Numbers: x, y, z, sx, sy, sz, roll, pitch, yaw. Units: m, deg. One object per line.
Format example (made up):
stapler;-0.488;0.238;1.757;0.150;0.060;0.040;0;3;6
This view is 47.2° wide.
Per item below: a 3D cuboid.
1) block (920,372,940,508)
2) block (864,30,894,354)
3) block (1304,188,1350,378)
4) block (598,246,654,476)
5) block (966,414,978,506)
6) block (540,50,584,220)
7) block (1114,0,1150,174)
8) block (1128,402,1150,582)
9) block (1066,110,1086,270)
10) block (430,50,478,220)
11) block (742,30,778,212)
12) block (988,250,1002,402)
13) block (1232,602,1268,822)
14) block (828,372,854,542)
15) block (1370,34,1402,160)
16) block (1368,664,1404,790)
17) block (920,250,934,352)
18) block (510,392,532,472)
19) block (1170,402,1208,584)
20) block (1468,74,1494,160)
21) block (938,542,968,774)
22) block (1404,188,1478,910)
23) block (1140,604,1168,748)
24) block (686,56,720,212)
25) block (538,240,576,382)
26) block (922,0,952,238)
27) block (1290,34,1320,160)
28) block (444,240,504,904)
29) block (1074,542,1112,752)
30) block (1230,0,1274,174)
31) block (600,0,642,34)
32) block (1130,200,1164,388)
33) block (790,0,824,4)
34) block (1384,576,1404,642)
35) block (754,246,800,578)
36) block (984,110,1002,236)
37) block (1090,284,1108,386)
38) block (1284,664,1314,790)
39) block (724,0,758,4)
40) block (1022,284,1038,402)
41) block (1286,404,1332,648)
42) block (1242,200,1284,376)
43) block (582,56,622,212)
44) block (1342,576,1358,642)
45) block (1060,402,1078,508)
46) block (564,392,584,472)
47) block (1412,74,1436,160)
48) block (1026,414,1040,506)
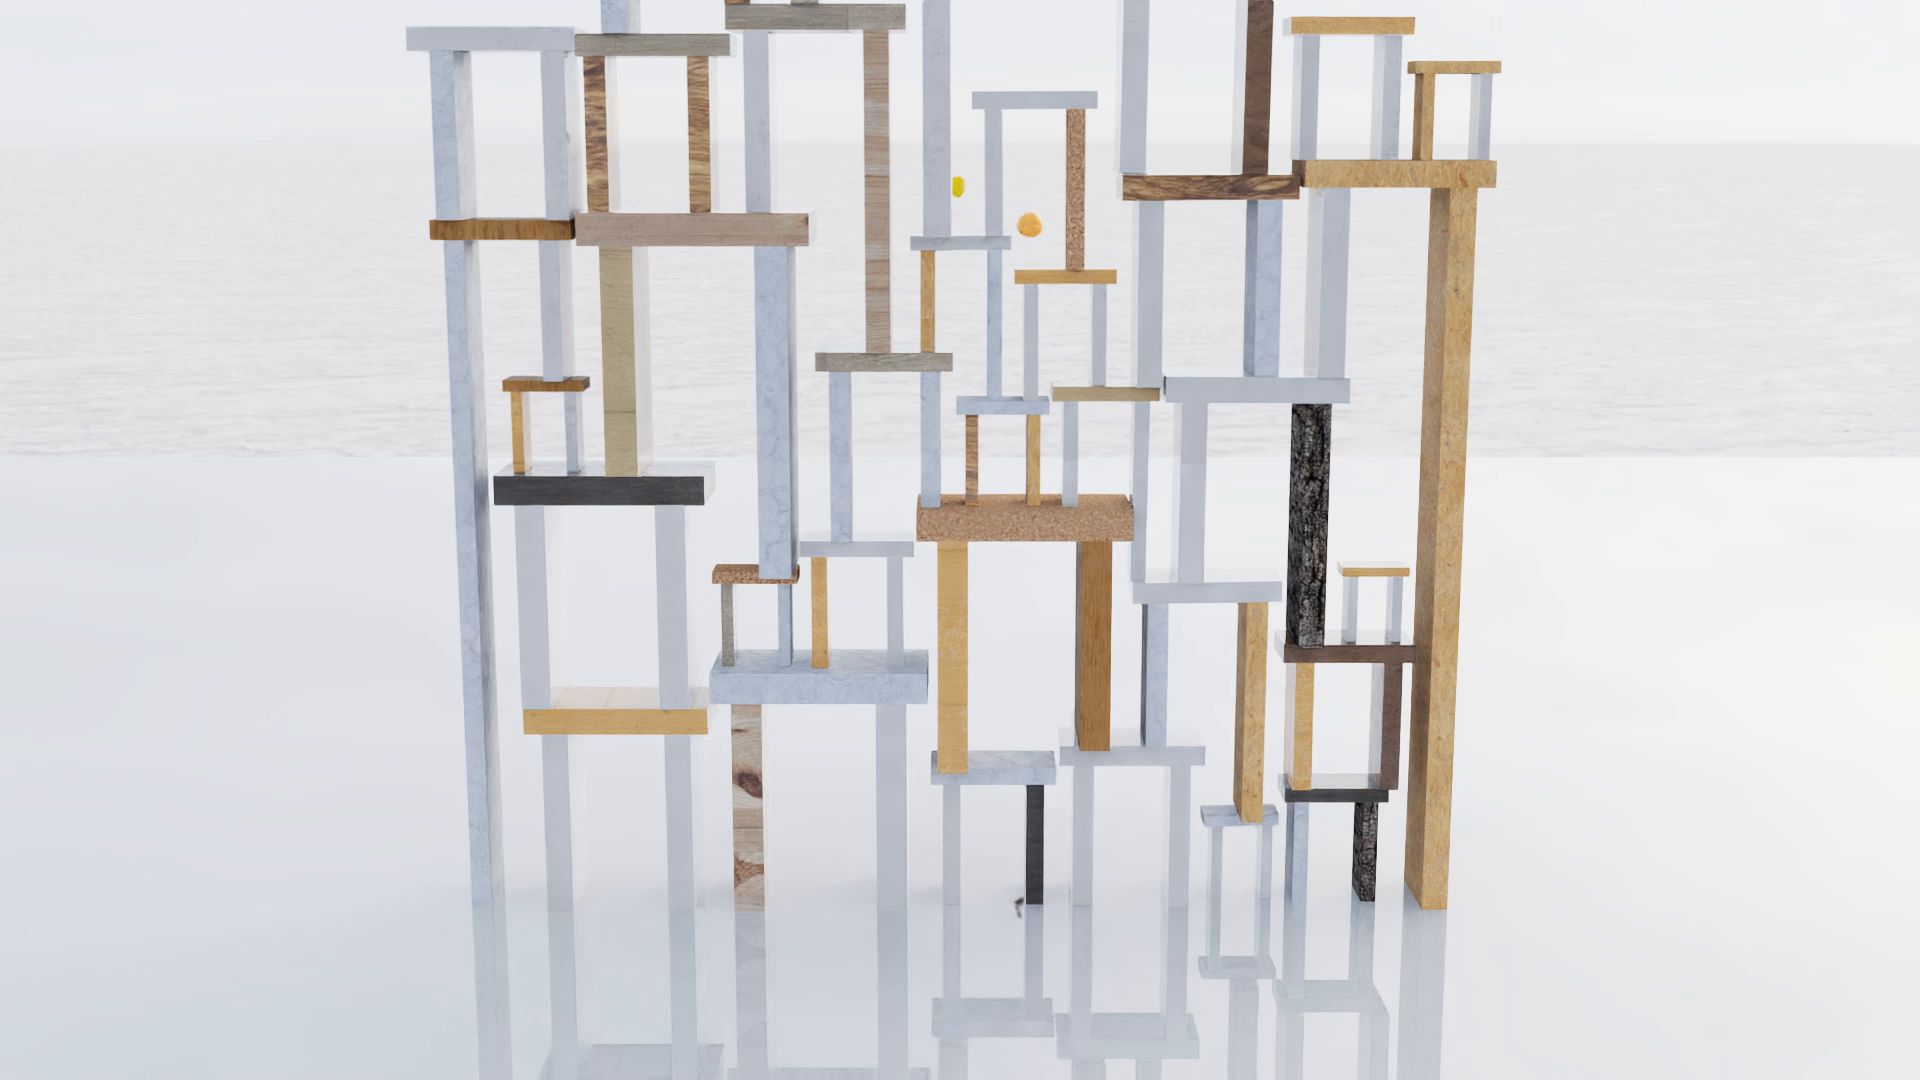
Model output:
block;-0.047;-0.167;3.529;0.031;0.217;0.108;0;11;0
block;-0.128;-0.547;3.462;0.039;0.493;0.138;0;11;0
block;0.580;-0.411;3.479;0.042;0.293;0.147;0;10;0
block;-0.531;-0.292;3.508;0.051;0.359;0.180;0;11;0
block;0.019;-0.133;3.533;0.021;0.148;0.074;0;11;0
block;-0.623;-0.633;3.445;0.036;0.257;0.128;0;10;0
block;0.267;-0.716;3.425;0.040;0.282;0.141;1;11;0
block;0.288;-0.084;3.539;0.024;0.289;0.085;1;11;1
block;0.181;-0.551;3.452;0.027;0.246;0.097;0;11;1
block;-0.793;-0.633;3.443;0.036;0.256;0.128;0;10;0
block;-0.311;-0.654;3.442;0.039;0.275;0.138;0;11;0
block;0.055;-0.344;3.500;0.022;0.238;0.079;0;11;0
block;0.476;0.269;3.607;0.034;0.367;0.119;0;11;0
block;-0.191;-0.140;3.534;0.031;0.272;0.108;0;11;0
block;0.666;-0.691;3.436;0.027;0.190;0.095;0;11;0
block;0.700;0.294;3.618;0.030;0.213;0.107;0;11;0
block;-0.051;-0.383;3.492;0.022;0.158;0.079;0;11;-1
block;-0.703;-0.177;3.523;0.018;0.128;0.064;0;11;0
block;0.368;-0.086;3.542;0.041;0.289;0.144;0;11;1
block;0.813;-0.661;3.435;0.019;0.132;0.066;0;11;0
block;-0.012;0.174;3.591;0.049;0.380;0.171;0;11;0
block;0.775;0.018;3.559;0.042;1.165;0.147;0;11;0
block;0.318;0.208;3.594;0.034;0.238;0.119;0;11;1
block;-0.401;-0.634;3.441;0.034;0.237;0.118;0;11;0
block;-0.640;-0.368;3.495;0.031;0.220;0.110;0;11;0
block;-0.036;-0.803;3.409;0.043;0.654;0.151;0;11;0
block;0.539;-0.691;3.436;0.027;0.190;0.095;0;11;0
block;-0.788;0.056;3.575;0.031;1.084;0.110;0;11;0
block;0.217;0.156;3.589;0.049;0.343;0.171;0;10;0
block;0.455;-0.714;3.426;0.040;0.282;0.141;1;10;0
block;-0.526;-0.945;3.383;0.040;0.327;0.141;0;11;0
block;0.296;-0.394;3.489;0.039;0.290;0.137;0;11;0
block;-0.236;-0.976;3.378;0.043;0.302;0.151;0;11;0
block;0.705;0.107;3.575;0.015;0.108;0.054;0;11;0
block;-0.292;-0.212;3.522;0.051;0.522;0.180;0;11;0
block;0.052;-0.577;3.449;0.027;0.194;0.097;-1;11;0
block;0.220;-0.329;3.498;0.023;0.160;0.080;0;11;0
block;0.557;0.293;3.618;0.030;0.213;0.107;0;11;0
block;-0.338;-0.966;3.379;0.040;0.283;0.141;0;11;0
block;0.112;-0.318;3.503;0.023;0.185;0.080;0;11;0
block;0.562;-0.033;3.552;0.041;0.393;0.144;0;11;0
block;0.480;-0.403;3.488;0.039;0.274;0.137;0;10;0
block;-0.560;-0.635;3.441;0.034;0.237;0.118;0;11;0
block;0.634;0.107;3.575;0.015;0.108;0.054;0;11;-1
block;0.175;-0.143;3.531;0.024;0.169;0.085;0;11;0
block;-0.618;-0.177;3.522;0.018;0.128;0.064;-1;11;0
block;0.724;-0.661;3.435;0.019;0.132;0.066;0;11;0
block;0.117;-0.133;3.533;0.021;0.148;0.074;0;11;0
